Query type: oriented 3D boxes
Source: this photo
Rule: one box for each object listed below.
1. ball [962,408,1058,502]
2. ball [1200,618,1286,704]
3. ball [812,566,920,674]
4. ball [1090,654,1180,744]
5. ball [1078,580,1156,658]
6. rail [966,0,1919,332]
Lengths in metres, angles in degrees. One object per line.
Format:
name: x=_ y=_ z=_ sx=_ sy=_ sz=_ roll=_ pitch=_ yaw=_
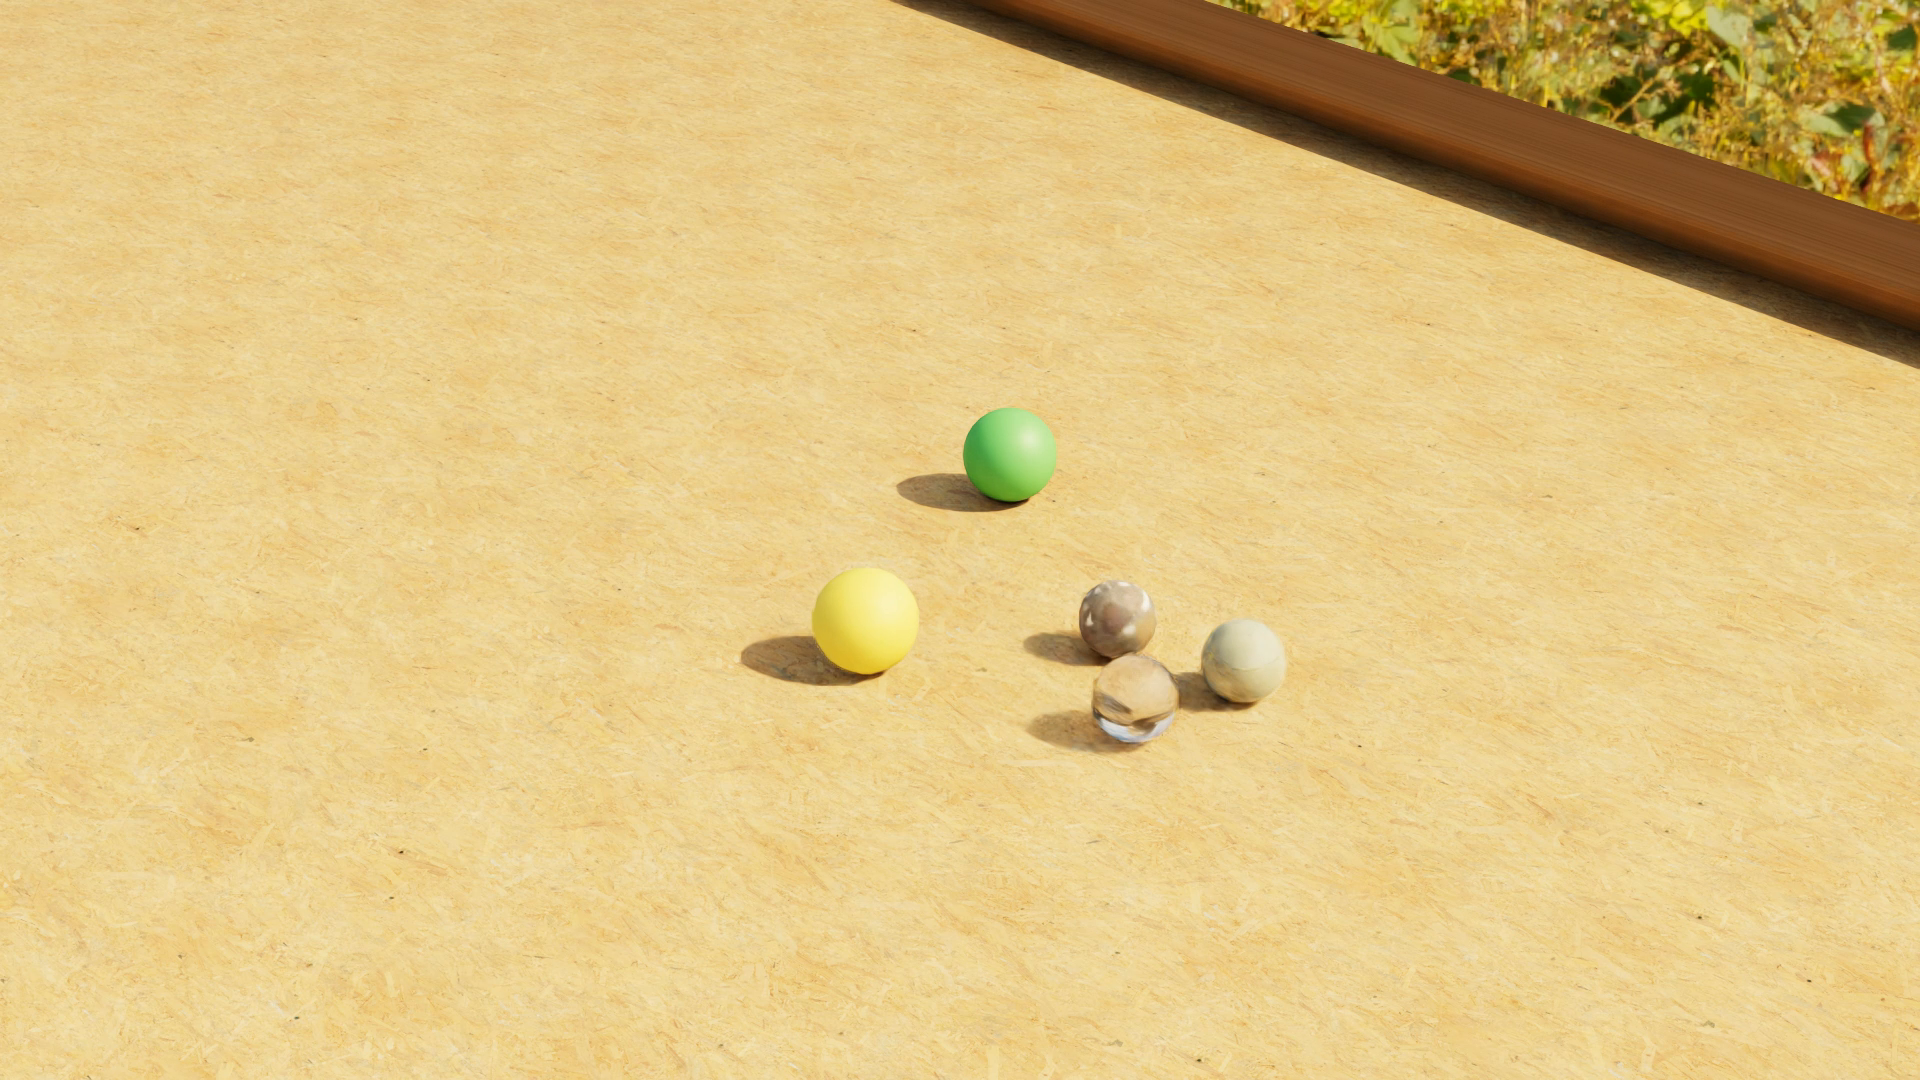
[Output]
ball: x=0.039 y=-0.067 z=2.324 sx=0.075 sy=0.075 sz=0.075 roll=0 pitch=25 yaw=0
ball: x=0.194 y=0.083 z=2.016 sx=0.059 sy=0.059 sz=0.059 roll=0 pitch=25 yaw=0
ball: x=-0.066 y=0.056 z=2.055 sx=0.075 sy=0.075 sz=0.075 roll=0 pitch=25 yaw=0
ball: x=0.117 y=0.106 z=1.964 sx=0.060 sy=0.060 sz=0.060 roll=0 pitch=25 yaw=0
ball: x=0.111 y=0.056 z=2.079 sx=0.056 sy=0.056 sz=0.056 roll=0 pitch=25 yaw=0
rail: x=0.267 y=-0.570 z=3.393 sx=0.045 sy=0.097 sz=3.704 roll=-17 pitch=29 yaw=-32
